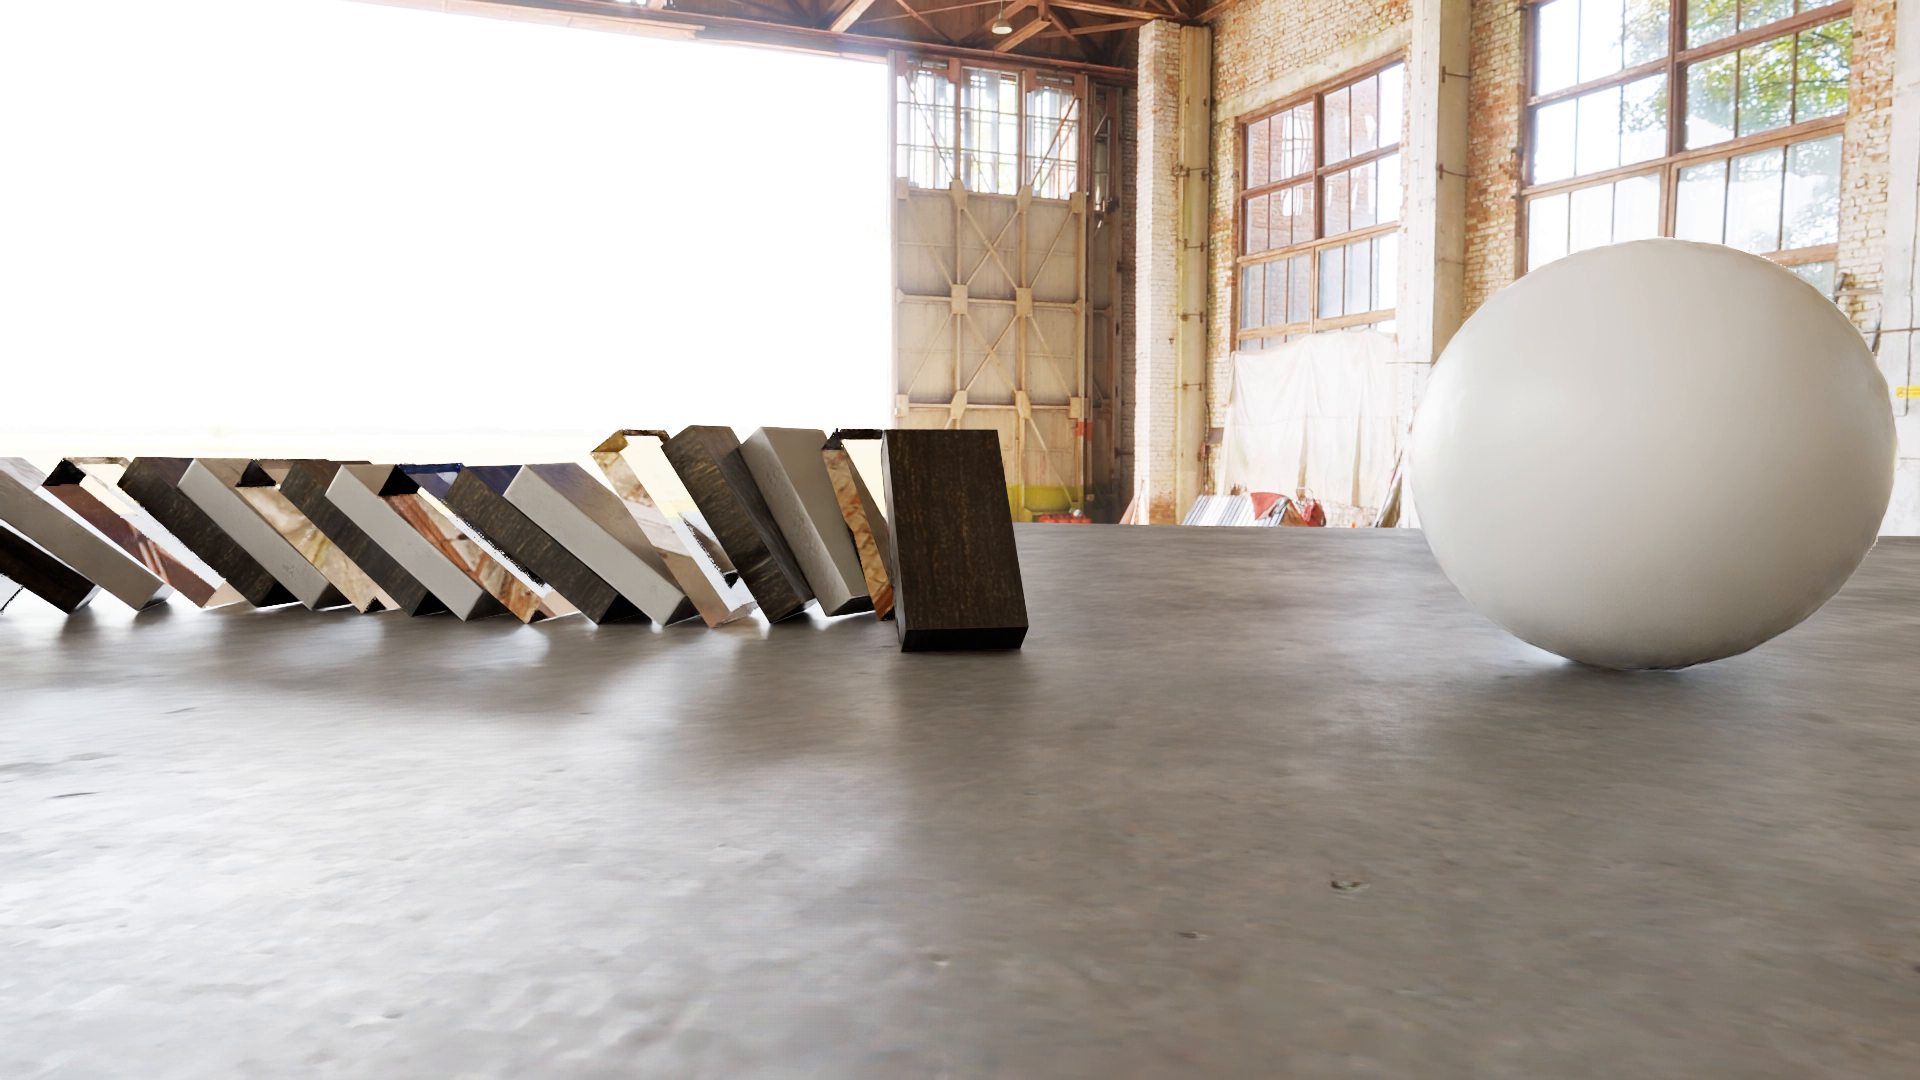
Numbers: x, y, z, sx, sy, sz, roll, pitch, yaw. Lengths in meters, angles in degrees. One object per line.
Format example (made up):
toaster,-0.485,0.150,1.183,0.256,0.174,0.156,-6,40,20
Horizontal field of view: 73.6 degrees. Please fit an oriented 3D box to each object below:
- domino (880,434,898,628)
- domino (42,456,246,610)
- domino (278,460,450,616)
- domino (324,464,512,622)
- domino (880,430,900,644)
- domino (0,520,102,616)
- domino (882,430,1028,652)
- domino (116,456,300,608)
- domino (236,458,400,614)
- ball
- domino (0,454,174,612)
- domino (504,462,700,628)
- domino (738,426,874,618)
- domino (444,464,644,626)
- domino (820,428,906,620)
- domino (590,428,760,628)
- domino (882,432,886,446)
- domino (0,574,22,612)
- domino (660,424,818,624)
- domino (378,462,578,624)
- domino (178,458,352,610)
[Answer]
domino,-0.005,-0.004,0.309,0.025,0.050,0.009,-1,-33,-11
domino,-0.211,-0.002,0.339,0.050,0.009,0.025,39,2,-4
domino,-0.147,-0.001,0.330,0.050,0.009,0.025,40,14,11
domino,-0.131,0.000,0.323,0.050,0.009,0.025,39,14,11
domino,-0.003,-0.002,0.285,0.025,0.050,0.009,-1,-33,-11
domino,-0.241,-0.001,0.322,0.050,0.009,0.025,41,-13,-22
domino,-0.002,-0.001,0.274,0.025,0.050,0.010,-1,-33,-11
domino,-0.194,-0.003,0.341,0.050,0.009,0.025,39,7,4
domino,-0.162,-0.002,0.336,0.050,0.009,0.025,40,14,11
ball,0.127,-0.016,0.241,0.080,0.080,0.080,0,4,0
domino,-0.227,-0.002,0.330,0.050,0.009,0.025,41,-8,-16
domino,-0.083,0.000,0.312,0.050,0.009,0.025,38,11,6
domino,-0.034,-0.005,0.325,0.009,0.050,0.025,-38,-17,28
domino,-0.099,0.000,0.316,0.050,0.009,0.025,38,12,9
domino,-0.015,-0.005,0.322,0.025,0.050,0.009,-3,-30,-34
domino,-0.066,-0.004,0.309,0.010,0.050,0.025,-36,-4,12
domino,-0.003,-0.003,0.297,0.025,0.050,0.010,-1,-33,-11
domino,-0.255,0.000,0.311,0.050,0.009,0.025,44,-21,-29
domino,-0.052,-0.005,0.315,0.009,0.050,0.025,-33,-3,12
domino,-0.116,0.000,0.318,0.050,0.010,0.025,38,13,9
domino,-0.178,-0.002,0.339,0.050,0.009,0.025,40,11,8
